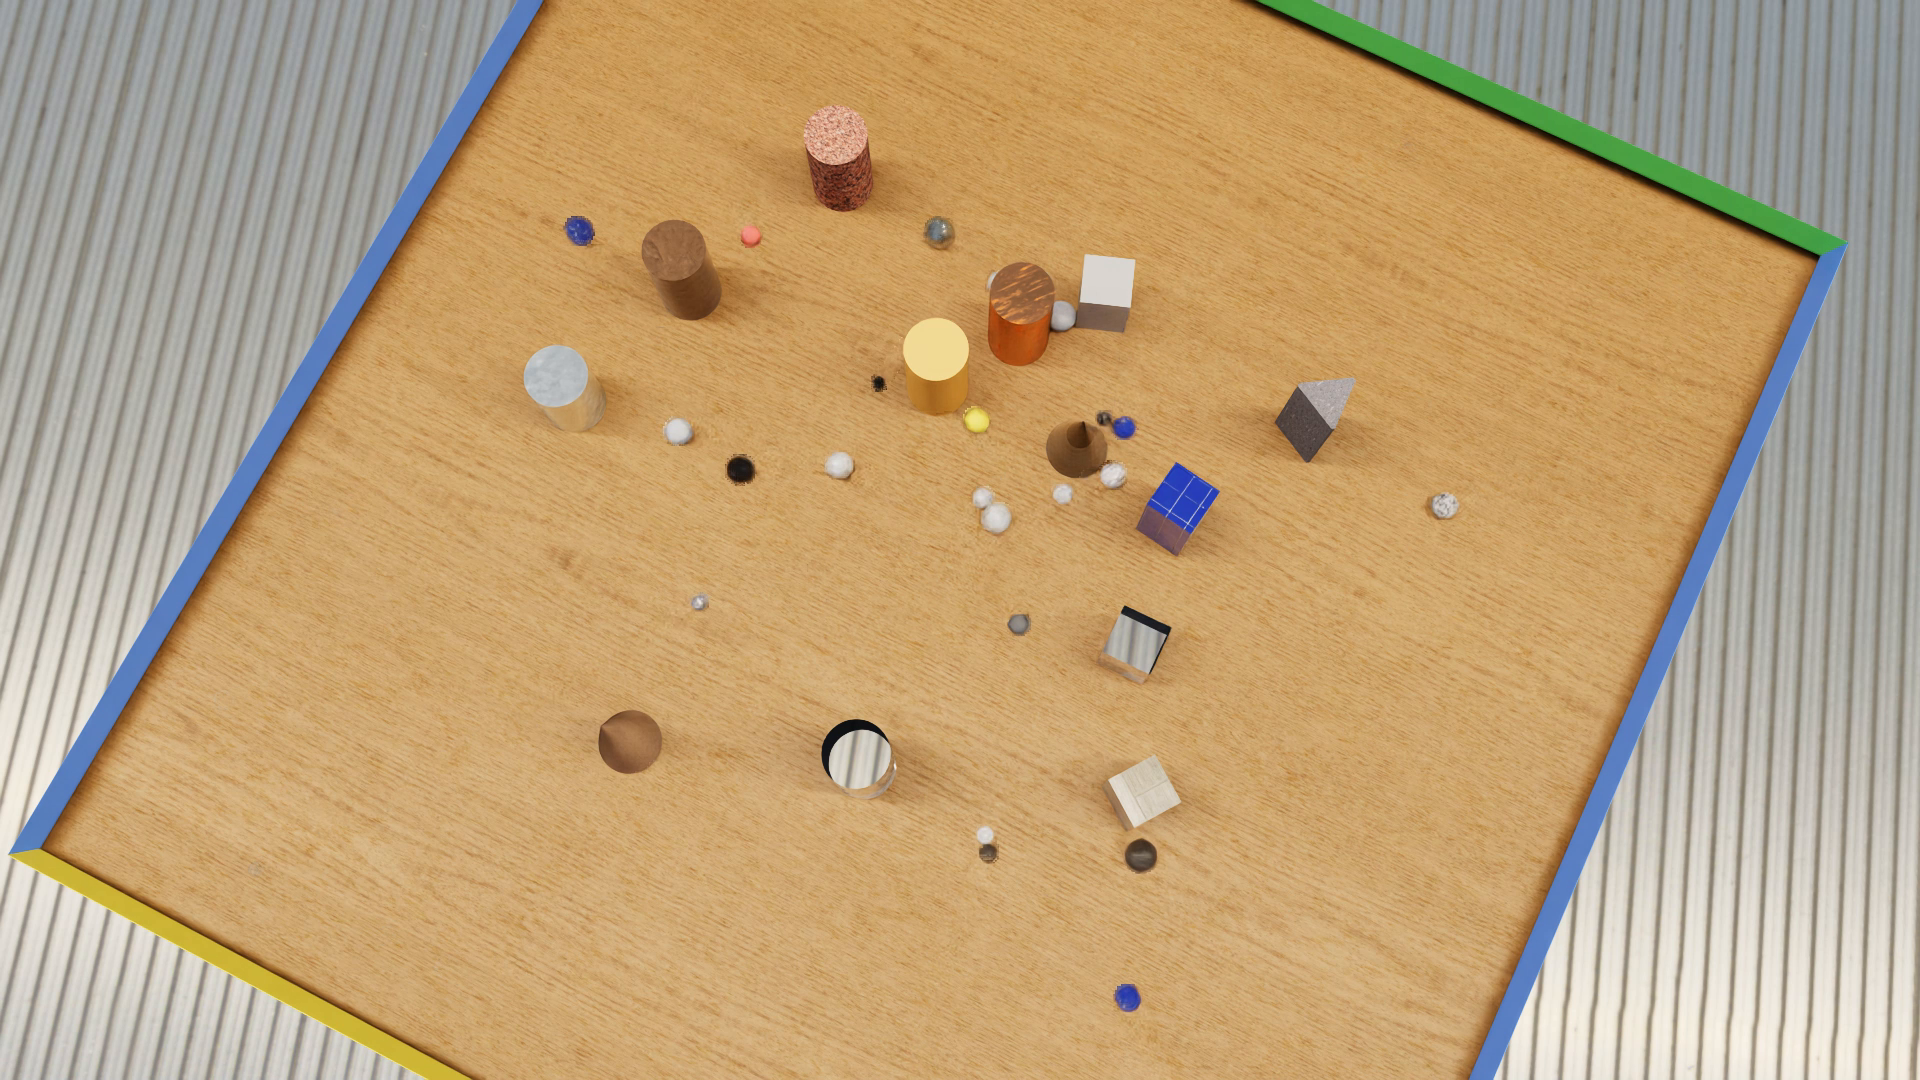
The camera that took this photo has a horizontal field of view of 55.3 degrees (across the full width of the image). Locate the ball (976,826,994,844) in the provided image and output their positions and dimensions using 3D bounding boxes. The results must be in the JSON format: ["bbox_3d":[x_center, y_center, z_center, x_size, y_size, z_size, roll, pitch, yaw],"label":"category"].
[{"bbox_3d":[0.073,0.871,5.410,0.051,0.051,0.051,0,78,0],"label":"ball"}]

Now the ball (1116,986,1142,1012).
[{"bbox_3d":[0.488,1.329,5.304,0.074,0.074,0.074,0,78,0],"label":"ball"}]

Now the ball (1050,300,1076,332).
[{"bbox_3d":[0.315,-0.698,5.712,0.096,0.096,0.096,0,78,0],"label":"ball"}]

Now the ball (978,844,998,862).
[{"bbox_3d":[0.083,0.922,5.397,0.055,0.055,0.055,0,78,0],"label":"ball"}]

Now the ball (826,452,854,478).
[{"bbox_3d":[-0.368,-0.229,5.621,0.084,0.084,0.084,0,78,0],"label":"ball"}]

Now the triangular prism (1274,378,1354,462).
[{"bbox_3d":[1.085,-0.385,5.492,0.143,0.400,0.166,-35,80,-7],"label":"triangular prism"}]

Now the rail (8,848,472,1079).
[{"bbox_3d":[-0.915,1.799,5.180,4.093,0.124,0.045,26,80,5],"label":"rail"}]

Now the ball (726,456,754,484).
[{"bbox_3d":[-0.673,-0.215,5.618,0.084,0.084,0.084,0,78,0],"label":"ball"}]

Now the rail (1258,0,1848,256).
[{"bbox_3d":[0.915,-1.786,5.922,4.093,0.124,0.045,26,80,5],"label":"rail"}]

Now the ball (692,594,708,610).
[{"bbox_3d":[-0.790,0.190,5.553,0.048,0.048,0.048,0,78,0],"label":"ball"}]

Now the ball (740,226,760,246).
[{"bbox_3d":[-0.661,-0.961,5.782,0.064,0.064,0.064,0,78,0],"label":"ball"}]

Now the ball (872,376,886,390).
[{"bbox_3d":[-0.252,-0.488,5.696,0.041,0.041,0.041,0,78,0],"label":"ball"}]

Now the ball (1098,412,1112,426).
[{"bbox_3d":[0.446,-0.377,5.672,0.043,0.043,0.043,0,78,0],"label":"ball"}]

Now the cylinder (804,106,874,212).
[{"bbox_3d":[-0.373,-1.176,5.670,0.191,0.371,0.191,0,78,0],"label":"cylinder"}]

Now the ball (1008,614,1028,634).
[{"bbox_3d":[0.176,0.253,5.531,0.064,0.064,0.064,0,78,0],"label":"ball"}]

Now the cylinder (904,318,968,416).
[{"bbox_3d":[-0.070,-0.517,5.528,0.191,0.382,0.191,0,78,0],"label":"cylinder"}]

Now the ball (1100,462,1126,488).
[{"bbox_3d":[0.468,-0.198,5.613,0.078,0.078,0.078,0,78,0],"label":"ball"}]

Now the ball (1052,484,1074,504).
[{"bbox_3d":[0.316,-0.142,5.614,0.062,0.062,0.062,0,78,0],"label":"ball"}]

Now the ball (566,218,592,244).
[{"bbox_3d":[-1.201,-0.973,5.775,0.083,0.083,0.083,0,78,0],"label":"ball"}]

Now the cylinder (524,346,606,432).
[{"bbox_3d":[-1.196,-0.456,5.564,0.191,0.288,0.191,0,78,0],"label":"cylinder"}]

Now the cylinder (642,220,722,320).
[{"bbox_3d":[-0.847,-0.820,5.598,0.191,0.368,0.191,0,78,0],"label":"cylinder"}]

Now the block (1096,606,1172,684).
[{"bbox_3d":[0.514,0.313,5.432,0.153,0.235,0.153,25,79,5],"label":"block"}]

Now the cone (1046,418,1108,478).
[{"bbox_3d":[0.362,-0.316,5.519,0.191,0.320,0.191,0,78,0],"label":"cone"}]

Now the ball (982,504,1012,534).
[{"bbox_3d":[0.110,-0.066,5.583,0.092,0.092,0.092,0,78,0],"label":"ball"}]

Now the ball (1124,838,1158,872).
[{"bbox_3d":[0.531,0.925,5.376,0.095,0.095,0.095,0,78,0],"label":"ball"}]

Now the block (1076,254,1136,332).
[{"bbox_3d":[0.446,-0.758,5.649,0.153,0.243,0.153,6,78,1],"label":"block"}]

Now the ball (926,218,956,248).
[{"bbox_3d":[-0.062,-0.966,5.769,0.094,0.094,0.094,0,78,0],"label":"ball"}]

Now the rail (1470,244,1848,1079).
[{"bbox_3d":[1.809,0.893,5.367,0.045,0.124,4.141,26,80,5],"label":"rail"}]

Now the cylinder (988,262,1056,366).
[{"bbox_3d":[0.182,-0.678,5.547,0.191,0.411,0.191,0,78,0],"label":"cylinder"}]

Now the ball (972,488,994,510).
[{"bbox_3d":[0.069,-0.127,5.610,0.064,0.064,0.064,0,78,0],"label":"ball"}]

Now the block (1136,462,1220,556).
[{"bbox_3d":[0.645,-0.088,5.460,0.153,0.343,0.153,35,80,7],"label":"block"}]

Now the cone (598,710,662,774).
[{"bbox_3d":[-0.988,0.558,5.266,0.191,0.461,0.191,0,78,0],"label":"cone"}]

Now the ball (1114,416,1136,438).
[{"bbox_3d":[0.508,-0.347,5.652,0.070,0.070,0.070,0,78,0],"label":"ball"}]

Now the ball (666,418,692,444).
[{"bbox_3d":[-0.865,-0.335,5.644,0.083,0.083,0.083,0,78,0],"label":"ball"}]

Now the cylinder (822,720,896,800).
[{"bbox_3d":[-0.286,0.633,5.253,0.191,0.455,0.191,0,78,0],"label":"cylinder"}]

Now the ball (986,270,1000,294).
[{"bbox_3d":[0.131,-0.797,5.734,0.093,0.093,0.093,0,78,0],"label":"ball"}]

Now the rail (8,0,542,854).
[{"bbox_3d":[-1.809,-0.879,5.734,0.045,0.124,4.141,26,80,5],"label":"rail"}]

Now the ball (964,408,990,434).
[{"bbox_3d":[0.053,-0.367,5.653,0.076,0.076,0.076,0,78,0],"label":"ball"}]

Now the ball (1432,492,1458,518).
[{"bbox_3d":[1.482,-0.106,5.598,0.079,0.079,0.079,0,78,0],"label":"ball"}]

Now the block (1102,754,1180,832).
[{"bbox_3d":[0.525,0.739,5.330,0.153,0.261,0.153,-28,80,-5],"label":"block"}]
